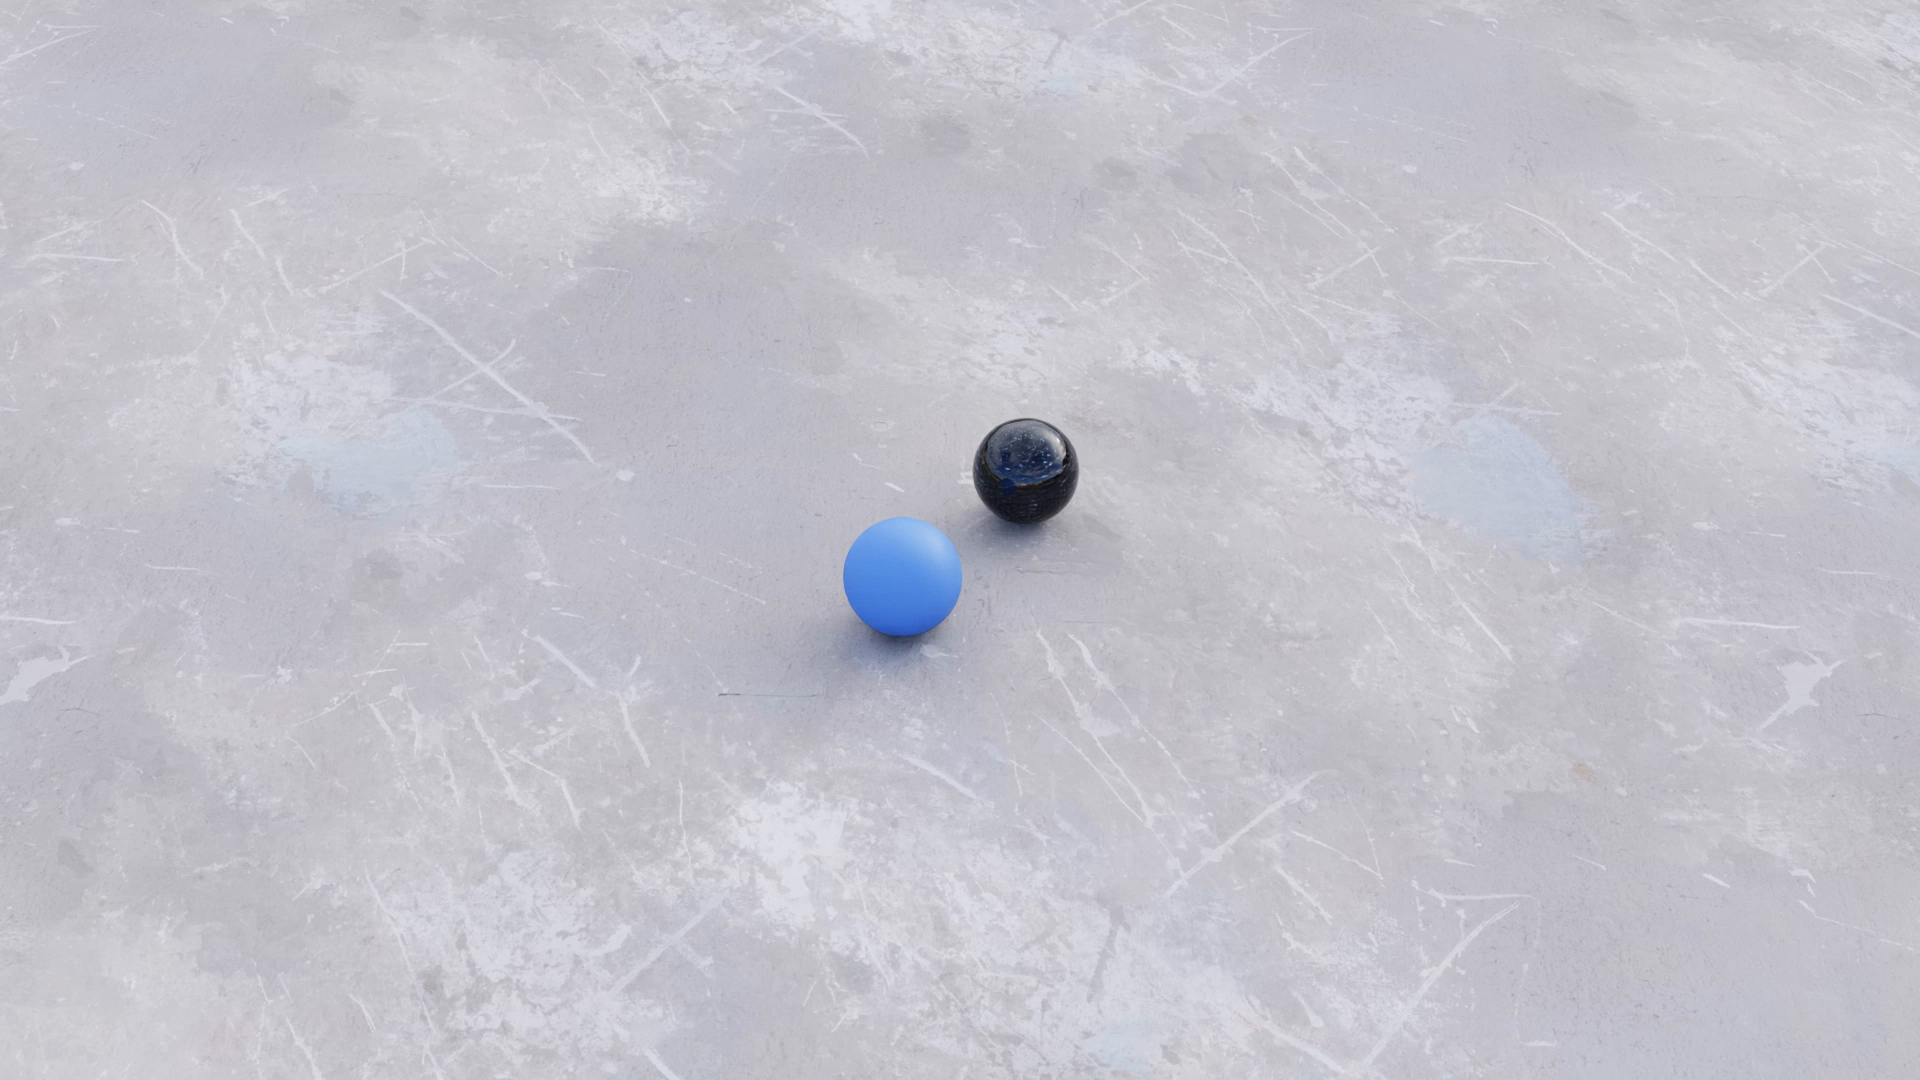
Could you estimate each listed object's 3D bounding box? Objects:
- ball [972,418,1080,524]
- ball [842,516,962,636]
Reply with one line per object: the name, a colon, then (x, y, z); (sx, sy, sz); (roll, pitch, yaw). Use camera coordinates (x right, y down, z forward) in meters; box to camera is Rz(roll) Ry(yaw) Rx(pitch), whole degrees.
ball: (0.040, -0.042, 1.555); (0.065, 0.065, 0.065); (0, 37, 0)
ball: (-0.033, 0.021, 1.469); (0.069, 0.069, 0.069); (0, 37, 0)
